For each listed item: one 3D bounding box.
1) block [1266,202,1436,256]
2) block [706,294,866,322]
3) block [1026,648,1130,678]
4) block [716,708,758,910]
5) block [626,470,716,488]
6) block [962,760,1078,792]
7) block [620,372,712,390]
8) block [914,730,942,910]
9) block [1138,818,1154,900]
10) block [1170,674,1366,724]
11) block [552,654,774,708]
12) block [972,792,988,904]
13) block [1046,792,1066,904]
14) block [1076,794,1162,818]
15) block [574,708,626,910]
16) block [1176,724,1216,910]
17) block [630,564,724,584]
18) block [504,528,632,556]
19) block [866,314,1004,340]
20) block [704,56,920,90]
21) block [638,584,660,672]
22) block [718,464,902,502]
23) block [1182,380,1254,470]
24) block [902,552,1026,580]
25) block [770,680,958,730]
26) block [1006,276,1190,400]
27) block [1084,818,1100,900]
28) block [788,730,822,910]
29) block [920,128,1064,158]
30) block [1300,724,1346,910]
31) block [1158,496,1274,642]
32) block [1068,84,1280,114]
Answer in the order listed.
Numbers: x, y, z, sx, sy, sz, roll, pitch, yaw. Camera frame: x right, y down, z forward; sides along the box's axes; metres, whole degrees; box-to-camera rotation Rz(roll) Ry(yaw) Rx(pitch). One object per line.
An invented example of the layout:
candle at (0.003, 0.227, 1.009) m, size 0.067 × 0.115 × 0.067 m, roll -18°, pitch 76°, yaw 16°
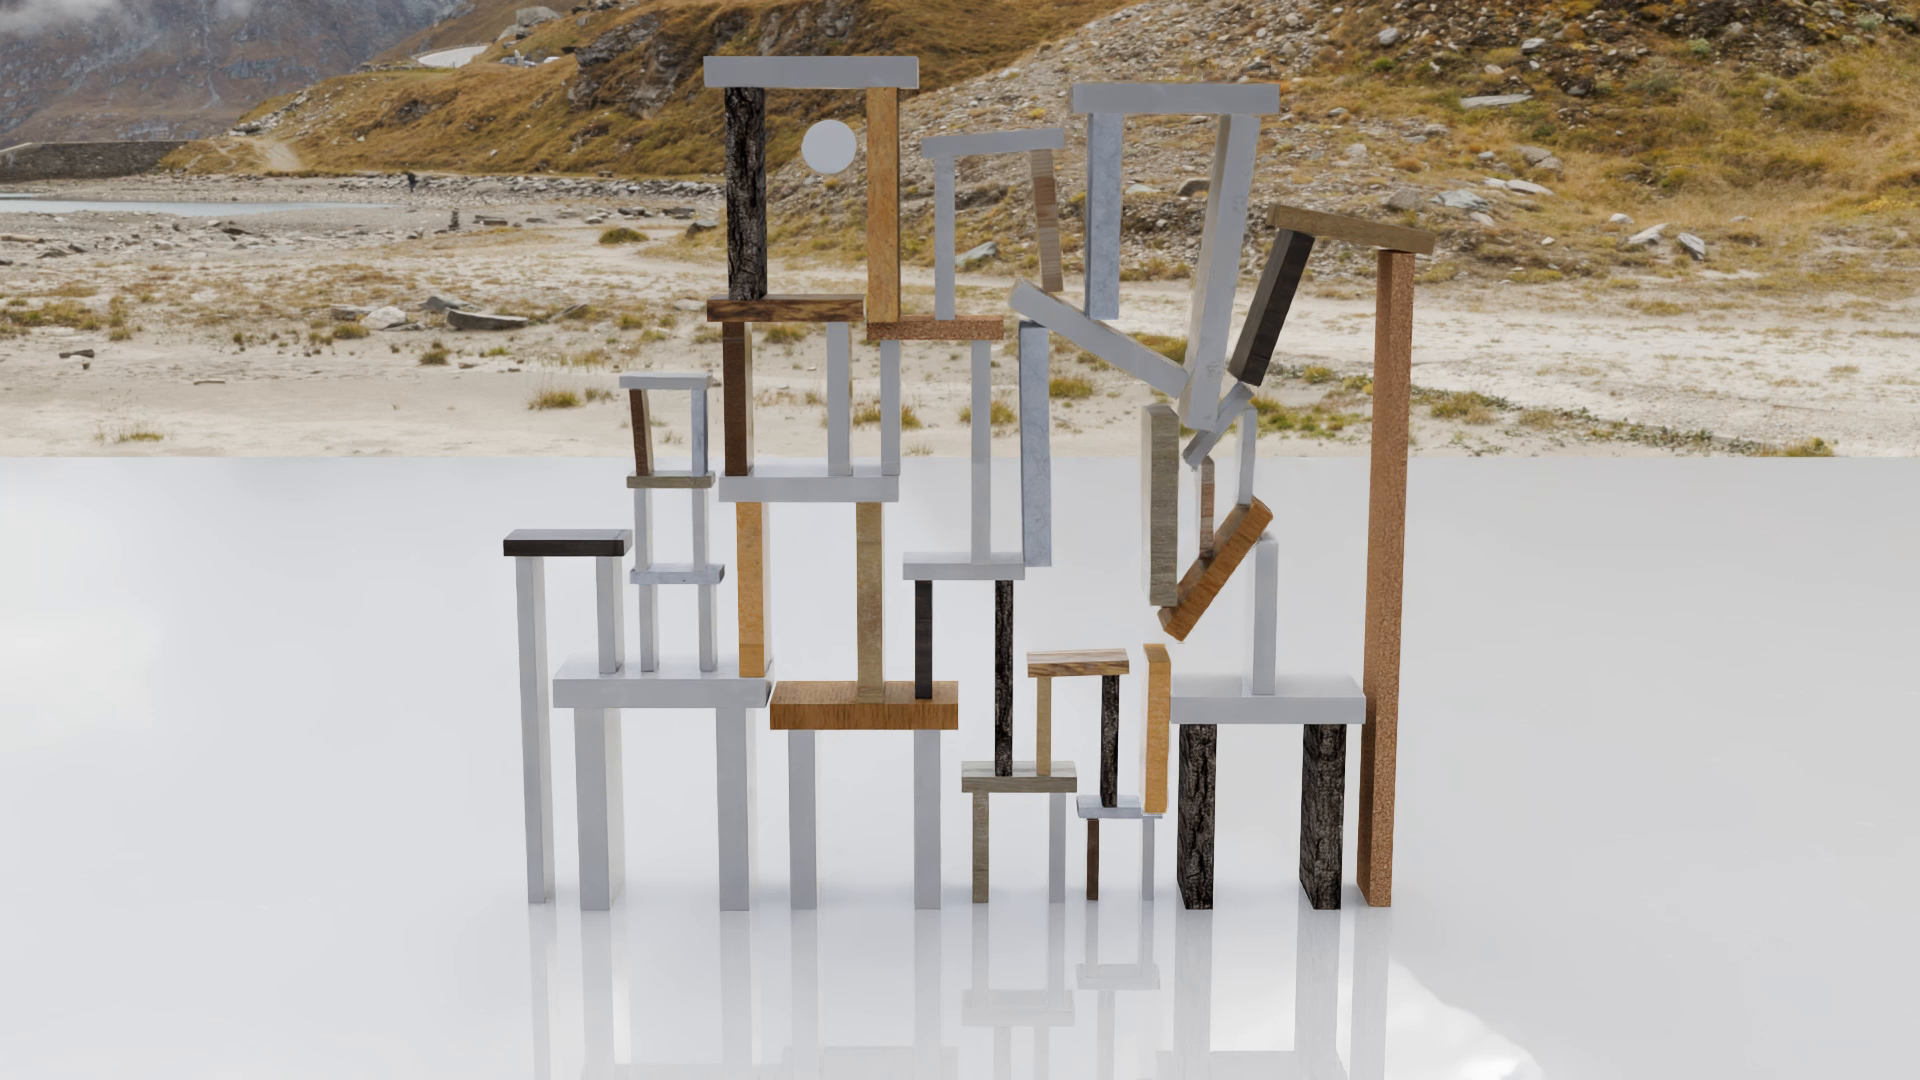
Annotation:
block at (0.614, -0.490, 3.464) m, size 0.246 × 0.035 × 0.123 m, roll 10°, pitch 10°, yaw -2°
block at (-0.273, -0.369, 3.489) m, size 0.244 × 0.035 × 0.122 m, roll 0°, pitch 11°, yaw 0°
block at (0.192, 0.201, 3.602) m, size 0.165 × 0.023 × 0.082 m, roll -2°, pitch 11°, yaw 0°
block at (-0.368, 0.422, 3.641) m, size 0.048 × 0.341 × 0.171 m, roll 0°, pitch 11°, yaw 0°
block at (-0.465, -0.098, 3.540) m, size 0.135 × 0.019 × 0.067 m, roll 0°, pitch 10°, yaw -1°
block at (0.097, 0.391, 3.633) m, size 0.189 × 0.027 × 0.094 m, roll 0°, pitch 11°, yaw 0°
block at (-0.469, -0.254, 3.513) m, size 0.139 × 0.020 × 0.069 m, roll 1°, pitch 10°, yaw 1°
block at (-0.053, 0.441, 3.642) m, size 0.043 × 0.303 × 0.152 m, roll 0°, pitch 11°, yaw 0°
block at (0.310, 0.522, 3.658) m, size 0.020 × 0.138 × 0.069 m, roll 0°, pitch 10°, yaw 0°
block at (0.496, 0.260, 3.609) m, size 0.313 × 0.044 × 0.157 m, roll 0°, pitch 11°, yaw 0°
block at (-0.482, 0.230, 3.605) m, size 0.341 × 0.048 × 0.171 m, roll 0°, pitch 11°, yaw 0°
block at (0.034, 0.497, 3.653) m, size 0.027 × 0.189 × 0.095 m, roll 0°, pitch 11°, yaw 0°
block at (0.160, 0.497, 3.653) m, size 0.027 × 0.189 × 0.094 m, roll 0°, pitch 11°, yaw 0°
block at (0.264, 0.442, 3.644) m, size 0.138 × 0.020 × 0.069 m, roll 0°, pitch 11°, yaw 0°
block at (-0.595, 0.422, 3.641) m, size 0.048 × 0.341 × 0.171 m, roll 0°, pitch 11°, yaw 0°
block at (0.391, 0.436, 3.642) m, size 0.044 × 0.313 × 0.157 m, roll 0°, pitch 11°, yaw 0°
block at (-0.458, 0.055, 3.570) m, size 0.145 × 0.021 × 0.072 m, roll 0°, pitch 10°, yaw 1°
block at (-0.634, 0.004, 3.561) m, size 0.193 × 0.027 × 0.096 m, roll 0°, pitch 11°, yaw 0°
block at (-0.039, -0.338, 3.493) m, size 0.215 × 0.030 × 0.108 m, roll 0°, pitch 11°, yaw 0°
block at (-0.227, -0.727, 3.422) m, size 0.324 × 0.046 × 0.162 m, roll 0°, pitch 11°, yaw 0°
block at (-0.507, 0.136, 3.586) m, size 0.021 × 0.145 × 0.072 m, roll 0°, pitch 10°, yaw 0°
block at (-0.239, -0.092, 3.541) m, size 0.284 × 0.040 × 0.142 m, roll 0°, pitch 11°, yaw 0°
block at (0.413, -0.185, 3.526) m, size 0.022 × 0.152 × 0.076 m, roll 36°, pitch 10°, yaw -6°
block at (0.006, 0.042, 3.573) m, size 0.196 × 0.028 × 0.098 m, roll 0°, pitch 11°, yaw 0°
block at (-0.154, 0.271, 3.610) m, size 0.303 × 0.043 × 0.152 m, roll 0°, pitch 11°, yaw 0°
block at (0.217, -0.324, 3.498) m, size 0.303 × 0.043 × 0.152 m, roll 28°, pitch 9°, yaw -5°
block at (0.219, 0.522, 3.658) m, size 0.020 × 0.138 × 0.069 m, roll 0°, pitch 11°, yaw 0°
block at (-0.256, 0.441, 3.642) m, size 0.043 × 0.303 × 0.152 m, roll 0°, pitch 11°, yaw 0°
block at (0.050, -0.622, 3.443) m, size 0.220 × 0.031 × 0.110 m, roll -4°, pitch 11°, yaw 0°
block at (0.600, 0.436, 3.642) m, size 0.044 × 0.313 × 0.157 m, roll 0°, pitch 11°, yaw 0°
block at (0.413, 0.042, 3.568) m, size 0.036 × 0.252 × 0.126 m, roll 34°, pitch 9°, yaw -6°
block at (0.330, -0.687, 3.427) m, size 0.314 × 0.044 × 0.157 m, roll 0°, pitch 11°, yaw 0°
